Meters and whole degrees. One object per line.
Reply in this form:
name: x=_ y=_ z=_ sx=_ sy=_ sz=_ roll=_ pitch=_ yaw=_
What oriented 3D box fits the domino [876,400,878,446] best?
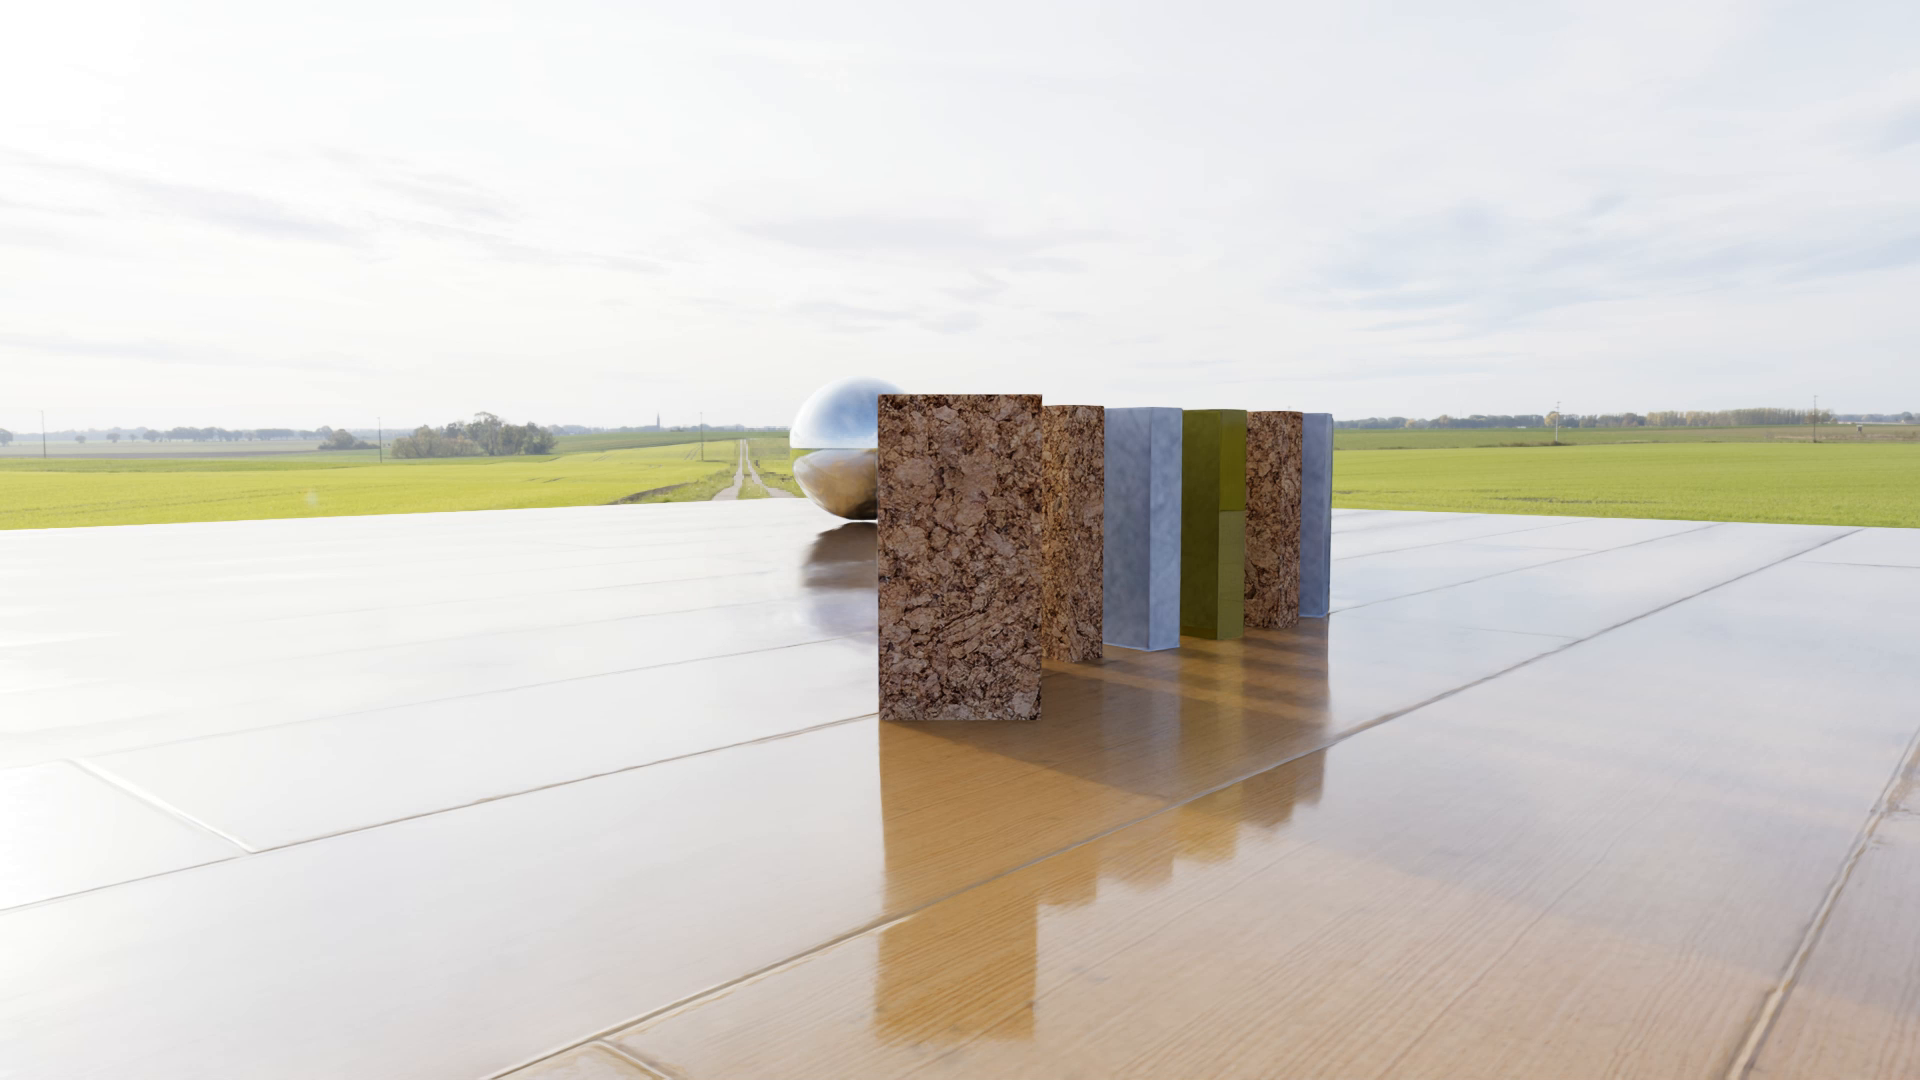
domino: x=-0.002 y=0.001 z=0.223 sx=0.025 sy=0.050 sz=0.009 roll=0 pitch=4 yaw=-2

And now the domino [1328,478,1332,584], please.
domino: x=0.086 y=-0.008 z=0.344 sx=0.025 sy=0.050 sz=0.010 roll=1 pitch=4 yaw=14

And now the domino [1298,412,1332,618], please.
domino: x=0.079 y=-0.007 z=0.322 sx=0.025 sy=0.050 sz=0.010 roll=2 pitch=5 yaw=24

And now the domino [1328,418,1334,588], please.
domino: x=0.099 y=-0.011 z=0.386 sx=0.025 sy=0.050 sz=0.010 roll=1 pitch=4 yaw=11

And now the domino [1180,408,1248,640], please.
domino: x=0.051 y=-0.004 z=0.289 sx=0.009 sy=0.050 sz=0.025 roll=-4 pitch=6 yaw=-42

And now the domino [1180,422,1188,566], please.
domino: x=0.089 y=-0.016 z=0.451 sx=0.025 sy=0.050 sz=0.009 roll=-1 pitch=4 yaw=-12

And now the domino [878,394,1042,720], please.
domino: x=0.000 y=0.002 z=0.201 sx=0.025 sy=0.050 sz=0.010 roll=0 pitch=4 yaw=0

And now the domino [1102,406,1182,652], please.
domino: x=0.035 y=-0.003 z=0.274 sx=0.010 sy=0.050 sz=0.025 roll=-3 pitch=6 yaw=-39

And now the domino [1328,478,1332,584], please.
domino: x=0.092 y=-0.010 z=0.365 sx=0.025 sy=0.050 sz=0.010 roll=1 pitch=5 yaw=19

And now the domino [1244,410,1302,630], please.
domino: x=0.067 y=-0.005 z=0.304 sx=0.025 sy=0.050 sz=0.009 roll=4 pitch=6 yaw=43

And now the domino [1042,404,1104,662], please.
domino: x=0.017 y=-0.002 z=0.261 sx=0.010 sy=0.050 sz=0.025 roll=-3 pitch=5 yaw=-38

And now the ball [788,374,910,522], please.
ball: x=-0.054 y=-0.050 z=0.704 sx=0.080 sy=0.080 sz=0.080 roll=0 pitch=4 yaw=0
